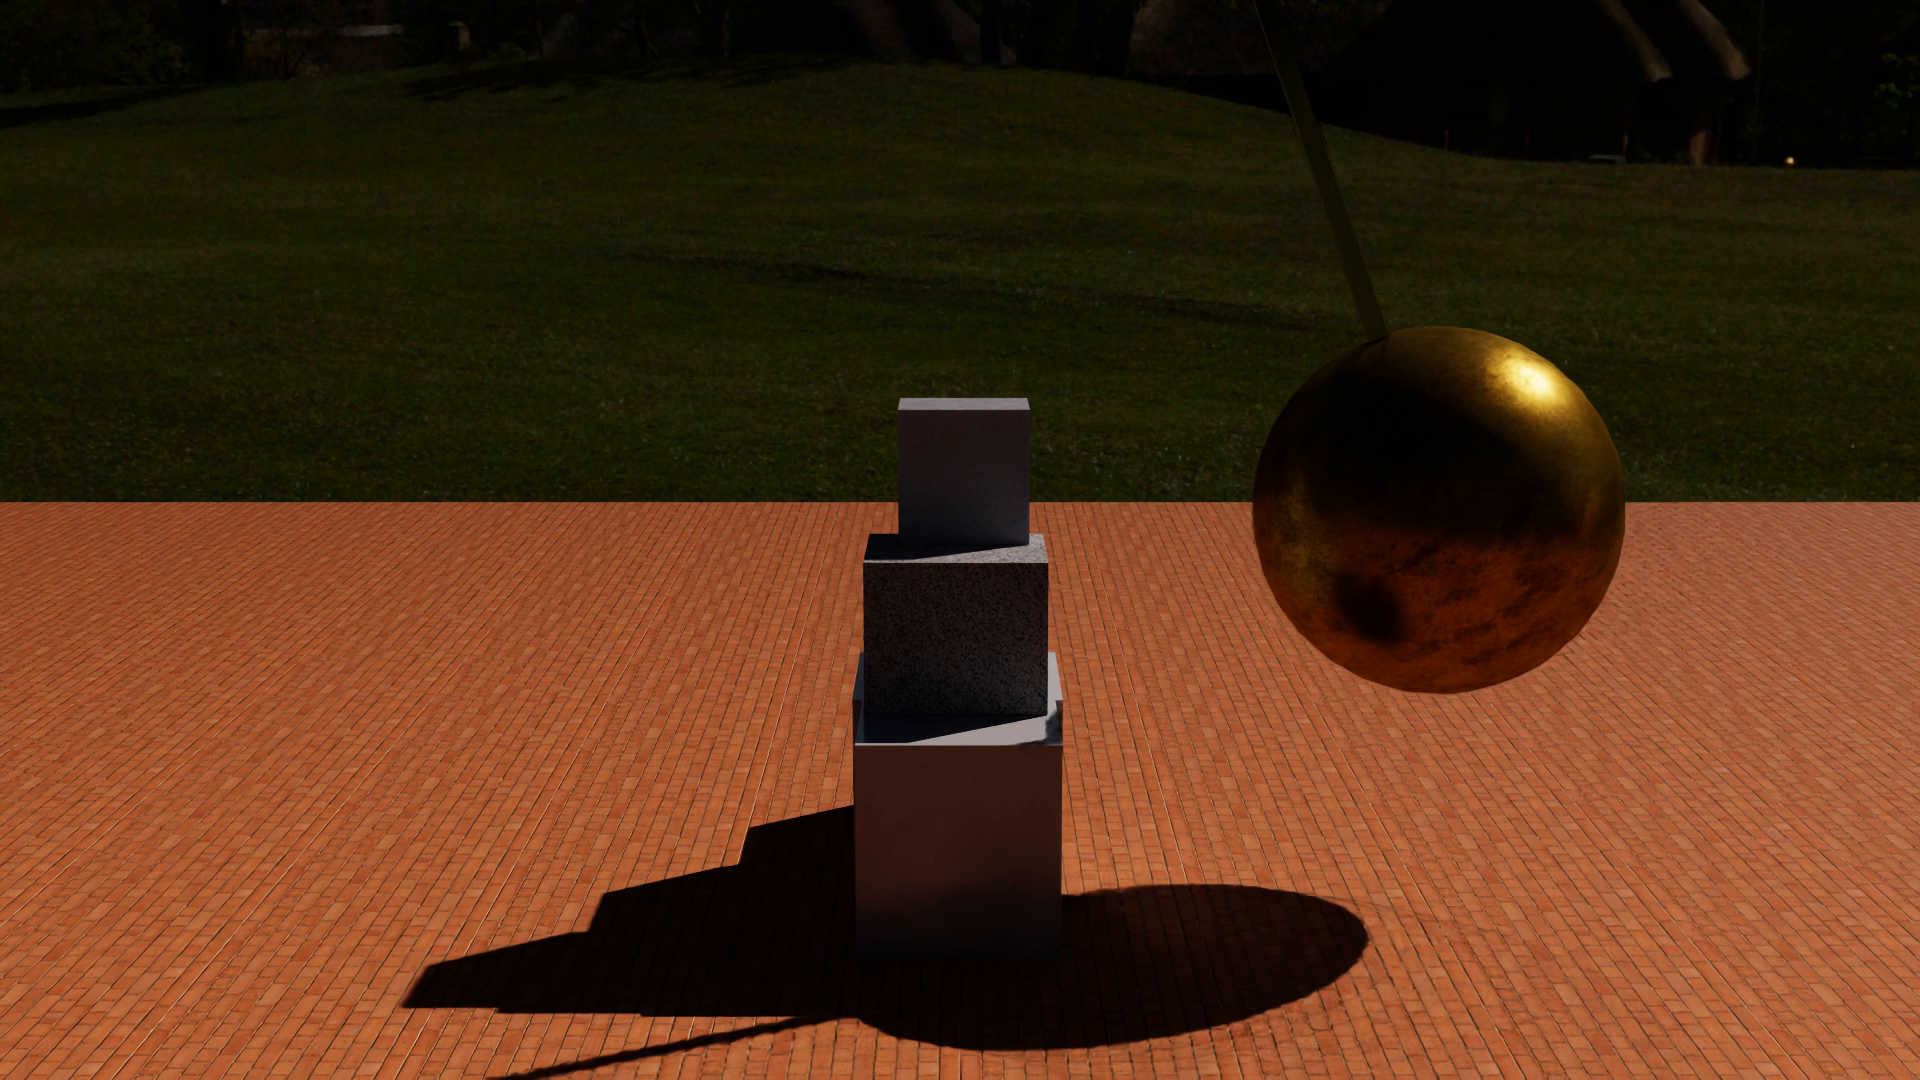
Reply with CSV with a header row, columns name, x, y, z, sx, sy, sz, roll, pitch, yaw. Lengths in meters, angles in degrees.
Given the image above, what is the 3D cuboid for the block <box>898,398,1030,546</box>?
name,x,y,z,sx,sy,sz,roll,pitch,yaw
block,0.016,-0.303,11.143,0.559,0.581,0.473,0,9,0

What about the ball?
name,x,y,z,sx,sy,sz,roll,pitch,yaw
ball,2.074,-0.130,11.157,1.600,1.600,1.600,0,10,0

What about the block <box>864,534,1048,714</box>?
name,x,y,z,sx,sy,sz,roll,pitch,yaw
block,-0.017,0.346,10.938,0.760,0.635,0.769,0,9,0

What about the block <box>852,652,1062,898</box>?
name,x,y,z,sx,sy,sz,roll,pitch,yaw
block,-0.010,1.031,11.442,0.895,0.878,0.919,0,10,0

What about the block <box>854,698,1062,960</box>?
name,x,y,z,sx,sy,sz,roll,pitch,yaw
block,-0.006,1.179,10.599,0.820,0.888,0.774,0,10,0

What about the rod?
name,x,y,z,sx,sy,sz,roll,pitch,yaw
rod,0.899,-3.269,10.586,0.080,5.200,0.080,-20,10,4
